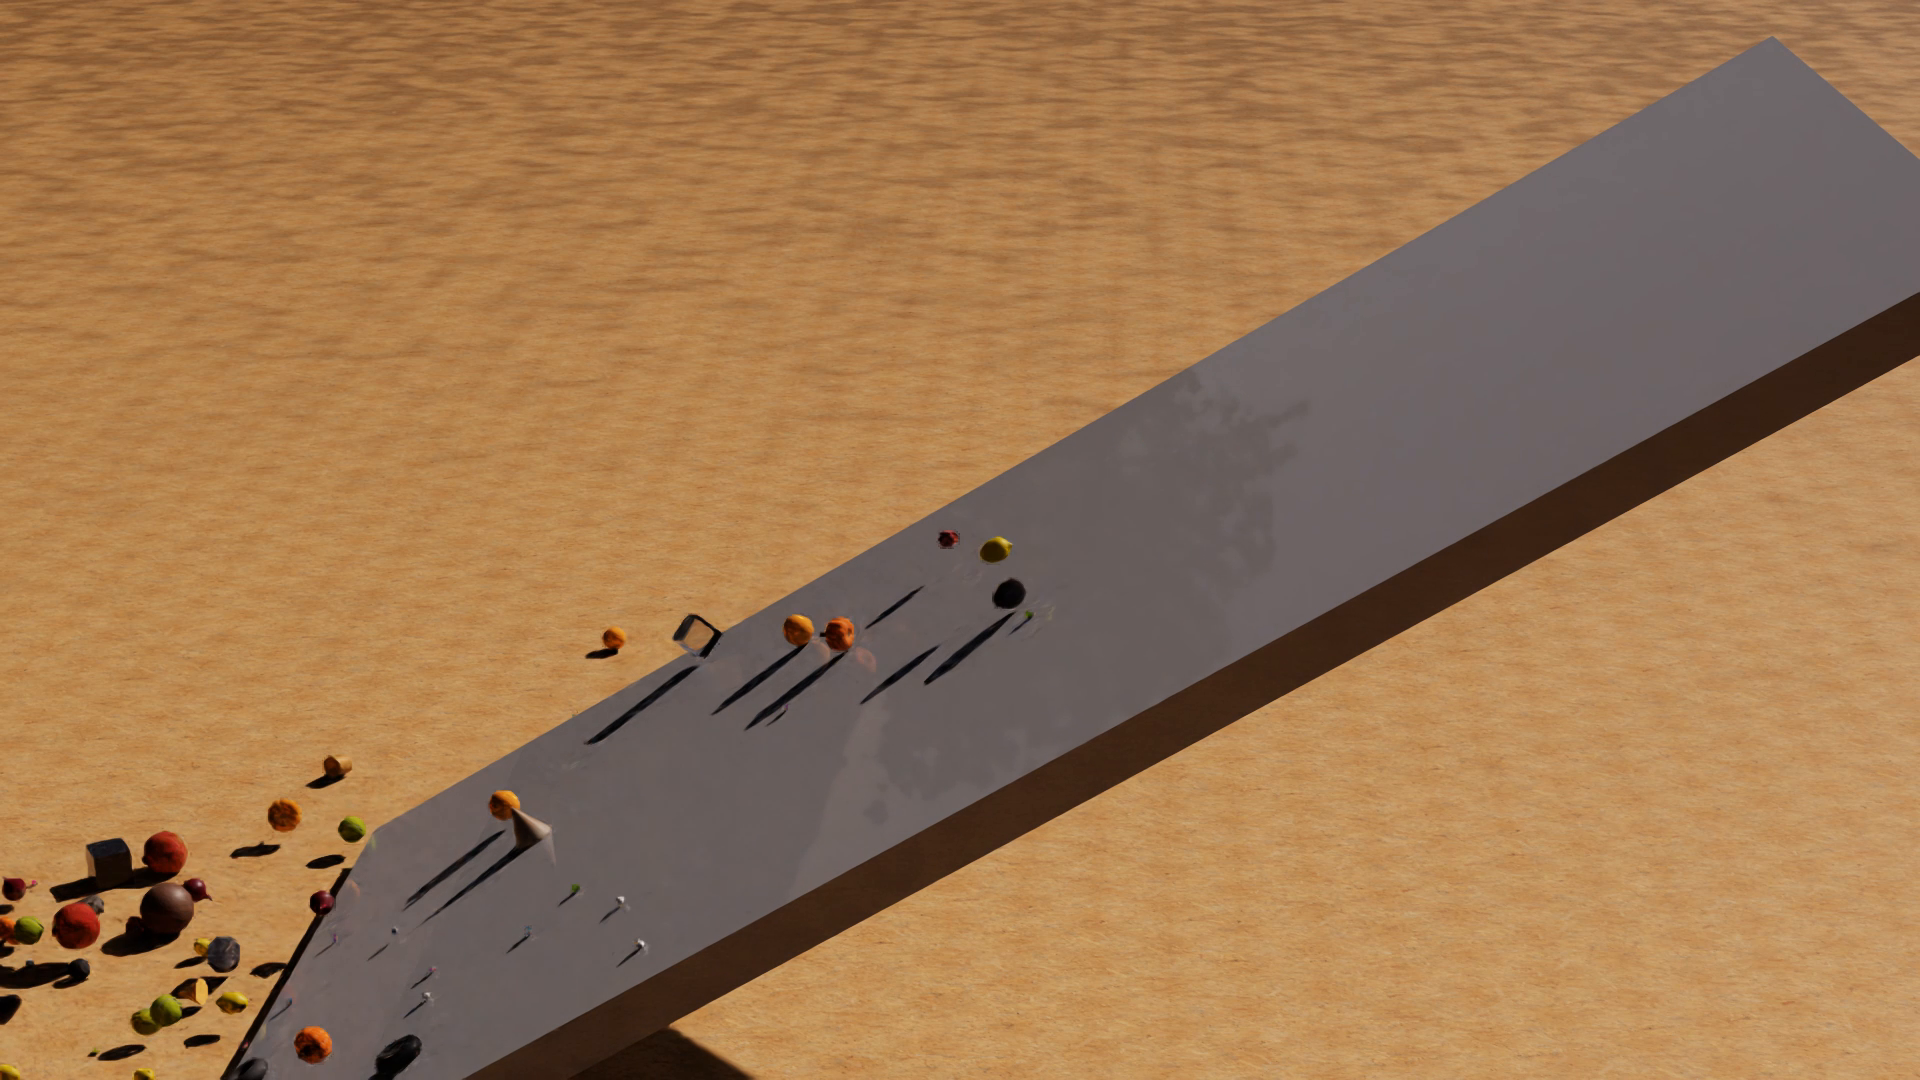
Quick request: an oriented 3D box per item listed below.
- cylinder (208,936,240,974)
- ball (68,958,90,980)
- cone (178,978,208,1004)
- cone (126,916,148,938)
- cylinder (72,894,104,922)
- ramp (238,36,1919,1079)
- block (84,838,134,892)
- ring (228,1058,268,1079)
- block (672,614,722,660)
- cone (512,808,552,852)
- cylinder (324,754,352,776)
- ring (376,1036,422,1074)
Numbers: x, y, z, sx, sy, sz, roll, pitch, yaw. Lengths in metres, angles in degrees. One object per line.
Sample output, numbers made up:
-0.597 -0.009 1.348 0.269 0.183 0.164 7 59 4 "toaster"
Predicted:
-1.764 0.993 7.045 0.077 0.077 0.077 -5 -16 -15 "cylinder"
-2.114 1.031 7.057 0.052 0.052 0.052 0 19 0 "ball"
-1.814 1.066 6.922 0.063 0.063 0.063 -11 16 16 "cone"
-2.029 0.961 7.294 0.056 0.056 0.056 8 -6 22 "cone"
-2.180 0.921 7.359 0.054 0.054 0.054 10 24 27 "cylinder"
0.141 0.169 6.289 4.000 0.100 2.000 -29 15 13 "ramp"
-2.186 0.833 7.557 0.093 0.093 0.093 -11 22 -28 "block"
-1.539 1.157 6.331 0.108 0.036 0.108 -32 14 9 "ring"
-0.652 0.239 7.285 0.077 0.077 0.077 39 -14 -23 "block"
-1.002 0.648 6.739 0.094 0.094 0.094 -30 15 9 "cone"
-1.728 0.626 8.172 0.055 0.055 0.055 10 9 26 "cylinder"
-1.123 1.030 5.884 0.102 0.034 0.102 -29 15 9 "ring"
